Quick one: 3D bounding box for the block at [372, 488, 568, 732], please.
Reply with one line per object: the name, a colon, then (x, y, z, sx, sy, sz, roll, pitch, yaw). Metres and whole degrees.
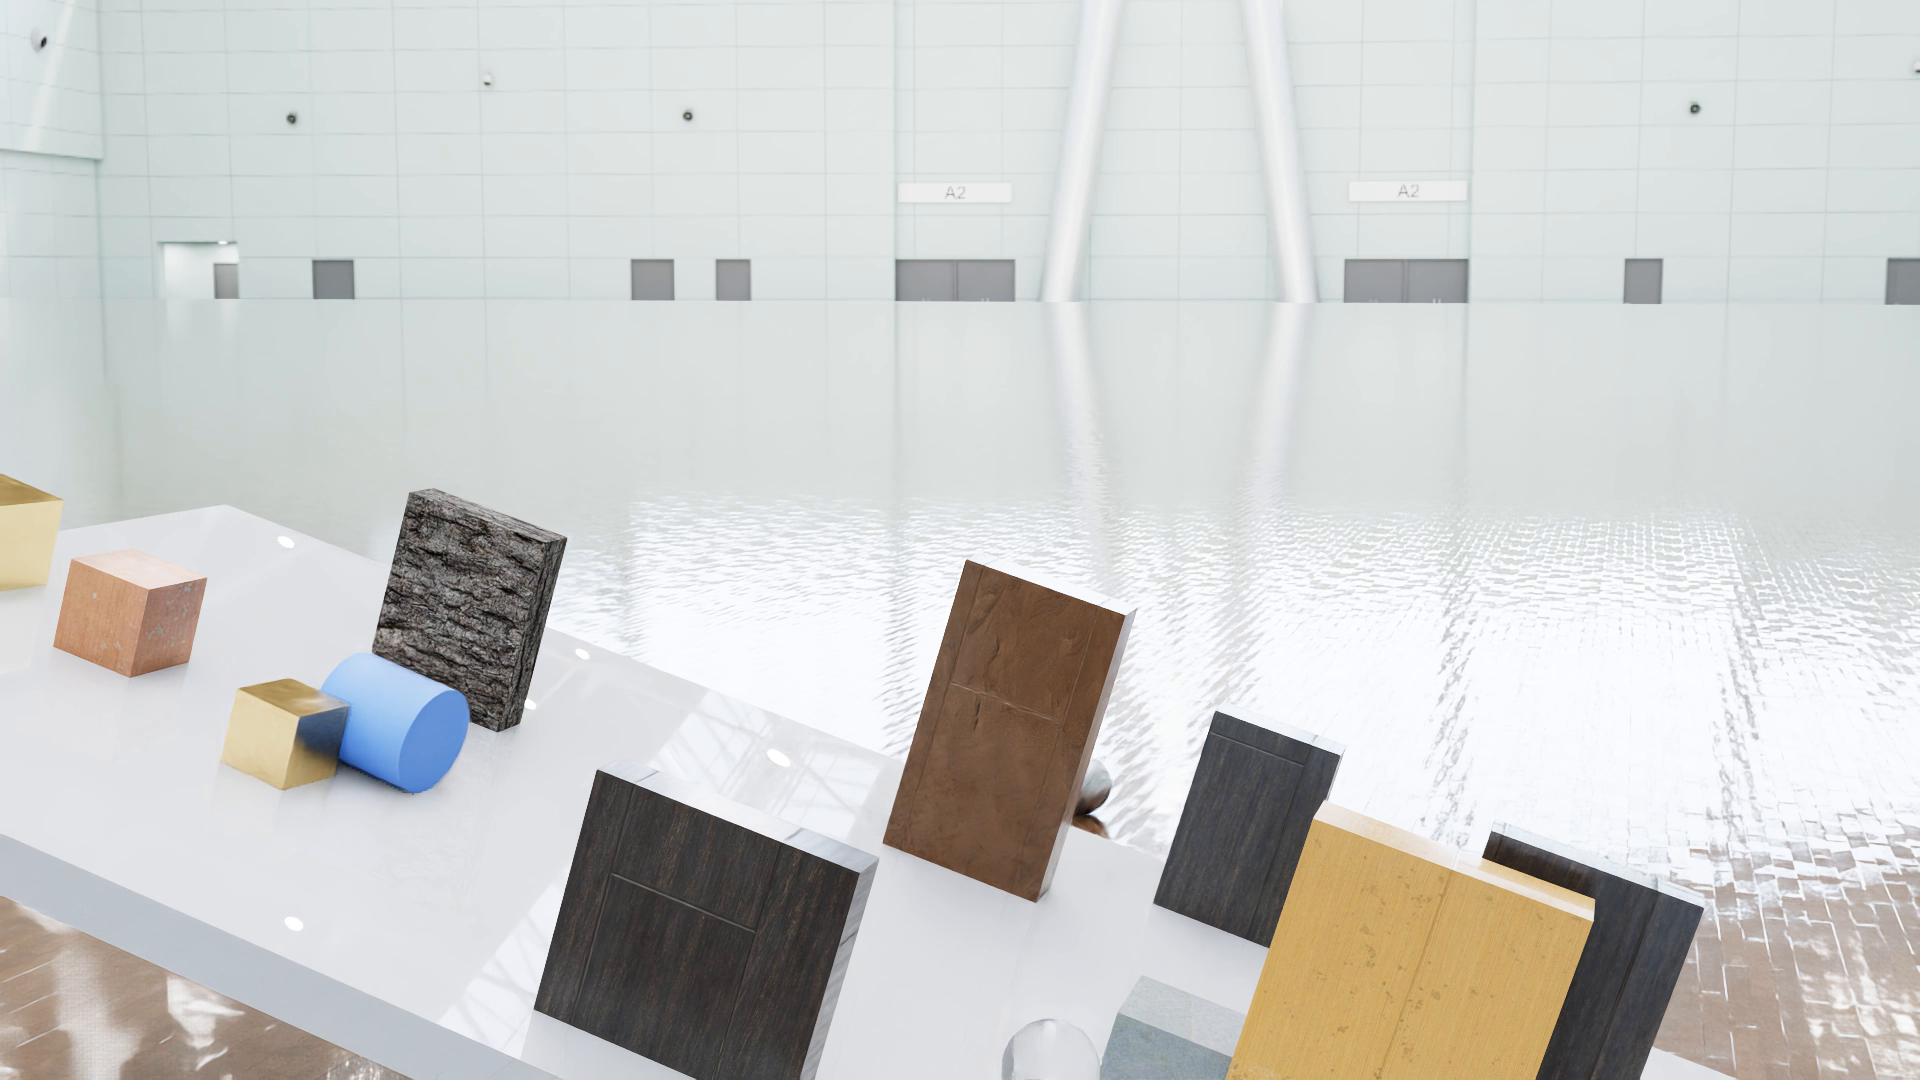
block: (-1.046, 0.146, 4.648, 0.329, 0.423, 0.099, 19, 12, 14)

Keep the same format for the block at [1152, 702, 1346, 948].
block: (0.619, 0.609, 4.704, 0.277, 0.450, 0.104, 19, 12, 14)

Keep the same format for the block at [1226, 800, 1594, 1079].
block: (0.686, 0.791, 3.496, 0.443, 0.624, 0.124, 19, 12, 14)

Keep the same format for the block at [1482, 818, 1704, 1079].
block: (0.933, 0.826, 3.598, 0.344, 0.656, 0.082, 19, 12, 14)

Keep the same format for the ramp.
ramp: (-0.369, 0.711, 4.234, 4.000, 0.100, 2.000, 19, 12, 14)

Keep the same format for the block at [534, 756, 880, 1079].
block: (-0.395, 0.609, 3.394, 0.445, 0.410, 0.091, 19, 12, 14)

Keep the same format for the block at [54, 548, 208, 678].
block: (-1.660, 0.143, 4.404, 0.185, 0.185, 0.185, 19, 12, 14)

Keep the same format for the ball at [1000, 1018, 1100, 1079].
ball: (0.148, 0.861, 3.579, 0.162, 0.162, 0.162, 0, 7, 0)

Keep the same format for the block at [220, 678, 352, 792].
block: (-1.246, 0.357, 4.066, 0.146, 0.146, 0.146, 21, 12, 20)

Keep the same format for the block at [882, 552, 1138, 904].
block: (0.101, 0.387, 4.567, 0.350, 0.636, 0.116, 19, 12, 14)

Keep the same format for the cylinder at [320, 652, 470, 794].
cylinder: (-1.084, 0.346, 4.189, 0.208, 0.208, 0.208, 21, 14, 20)

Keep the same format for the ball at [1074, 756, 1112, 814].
ball: (0.419, 0.841, 7.559, 0.204, 0.204, 0.204, 0, 7, 0)

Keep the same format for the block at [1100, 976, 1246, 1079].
block: (0.348, 0.882, 3.670, 0.199, 0.199, 0.199, 19, 12, 13)

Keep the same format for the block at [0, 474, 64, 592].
block: (-2.042, -0.017, 4.615, 0.192, 0.192, 0.192, 20, 12, 18)
